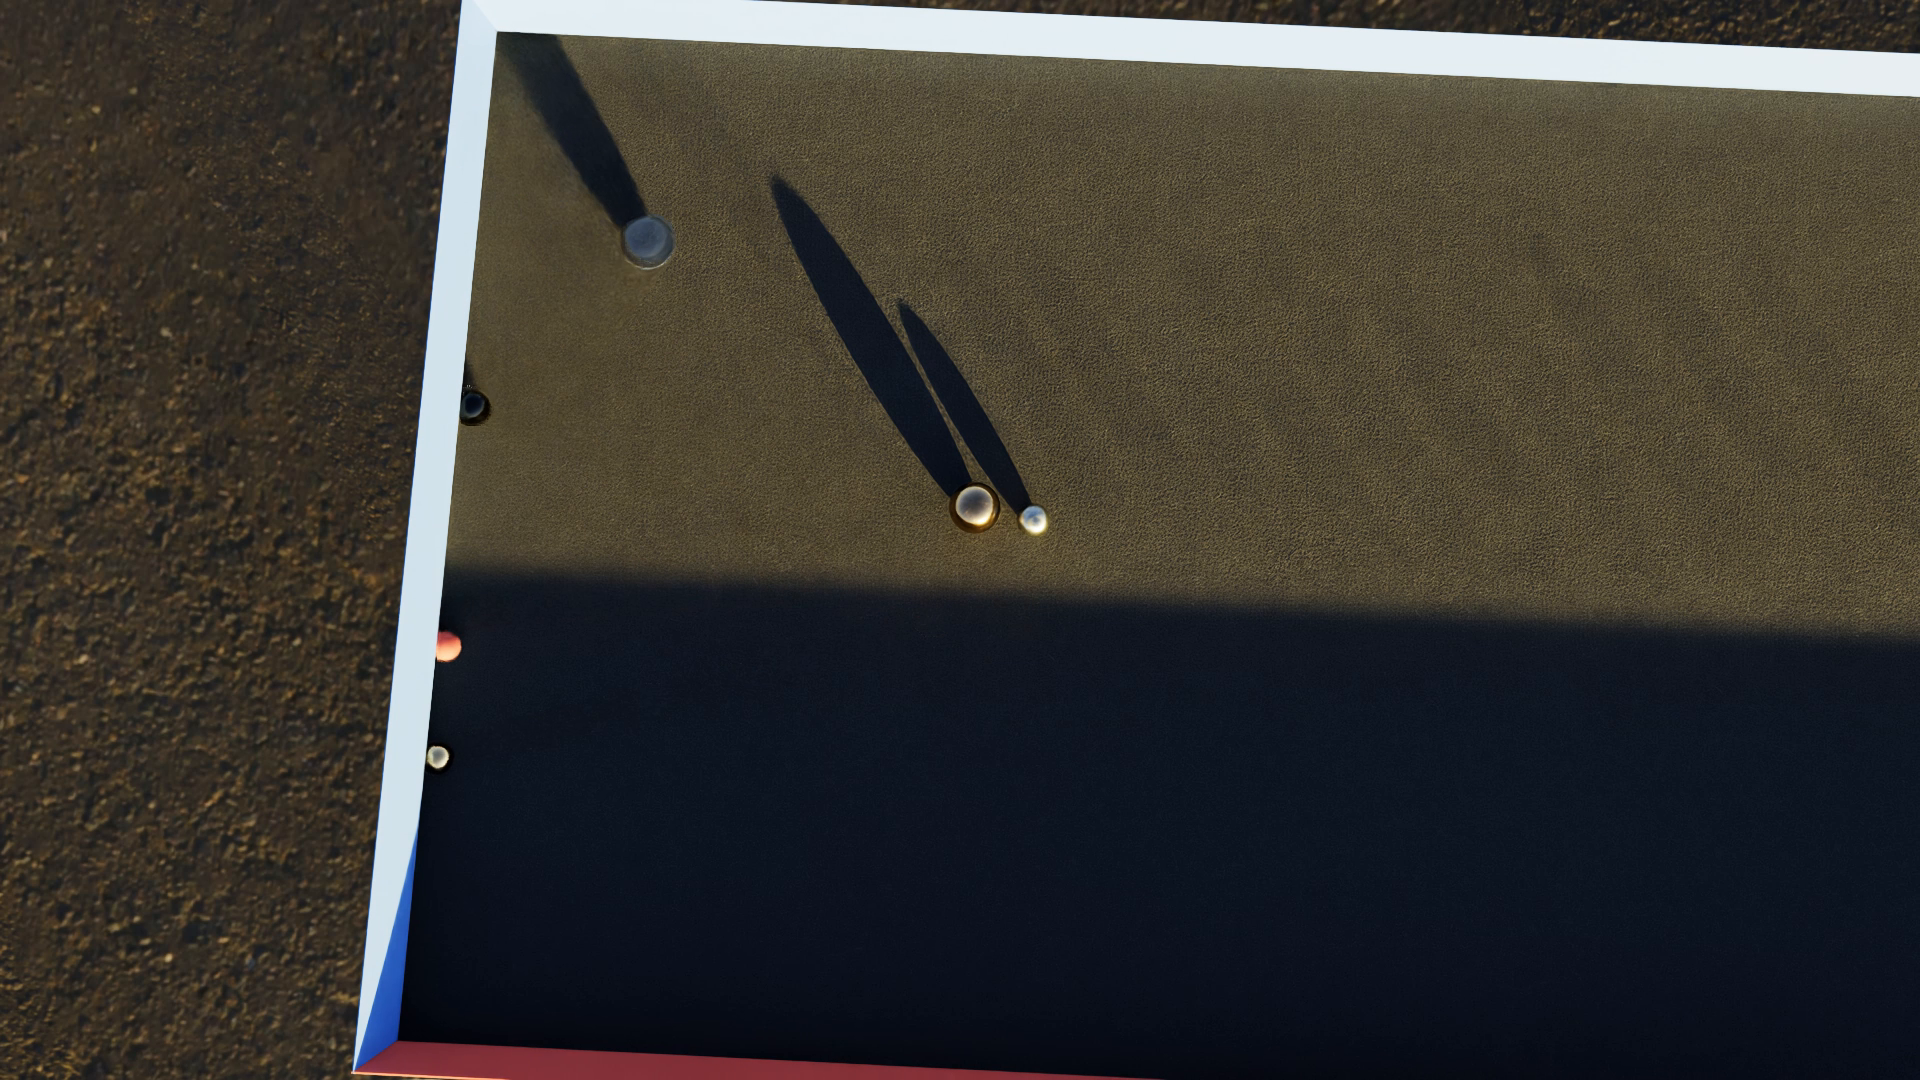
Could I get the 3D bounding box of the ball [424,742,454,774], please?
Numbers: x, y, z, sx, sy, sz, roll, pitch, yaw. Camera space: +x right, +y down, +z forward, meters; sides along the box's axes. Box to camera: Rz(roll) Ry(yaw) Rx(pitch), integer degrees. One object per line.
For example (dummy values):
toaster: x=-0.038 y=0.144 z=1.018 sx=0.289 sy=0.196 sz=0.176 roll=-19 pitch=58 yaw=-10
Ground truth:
ball: x=-0.771 y=0.322 z=3.247 sx=0.047 sy=0.047 sz=0.047 roll=0 pitch=78 yaw=0

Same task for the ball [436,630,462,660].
ball: x=-0.767 y=0.158 z=3.282 sx=0.045 sy=0.045 sz=0.045 roll=0 pitch=78 yaw=0

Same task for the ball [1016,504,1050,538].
ball: x=0.111 y=-0.029 z=3.317 sx=0.051 sy=0.051 sz=0.051 roll=0 pitch=78 yaw=0

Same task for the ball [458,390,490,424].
ball: x=-0.742 y=-0.203 z=3.352 sx=0.053 sy=0.053 sz=0.053 roll=0 pitch=78 yaw=0

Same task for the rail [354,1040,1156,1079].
rail: x=0.771 y=0.811 z=3.114 sx=3.245 sy=0.109 sz=0.045 roll=3 pitch=78 yaw=1

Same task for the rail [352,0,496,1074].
rail: x=-0.787 y=-0.044 z=3.290 sx=0.045 sy=0.109 sz=1.638 roll=3 pitch=78 yaw=1

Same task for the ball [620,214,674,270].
ball: x=-0.482 y=-0.459 z=3.389 sx=0.084 sy=0.084 sz=0.084 roll=0 pitch=78 yaw=0

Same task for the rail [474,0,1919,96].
rail: x=0.849 y=-0.745 z=3.434 sx=3.245 sy=0.109 sz=0.045 roll=3 pitch=78 yaw=1

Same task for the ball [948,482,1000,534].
ball: x=0.022 y=-0.049 z=3.307 sx=0.078 sy=0.078 sz=0.078 roll=0 pitch=78 yaw=0
